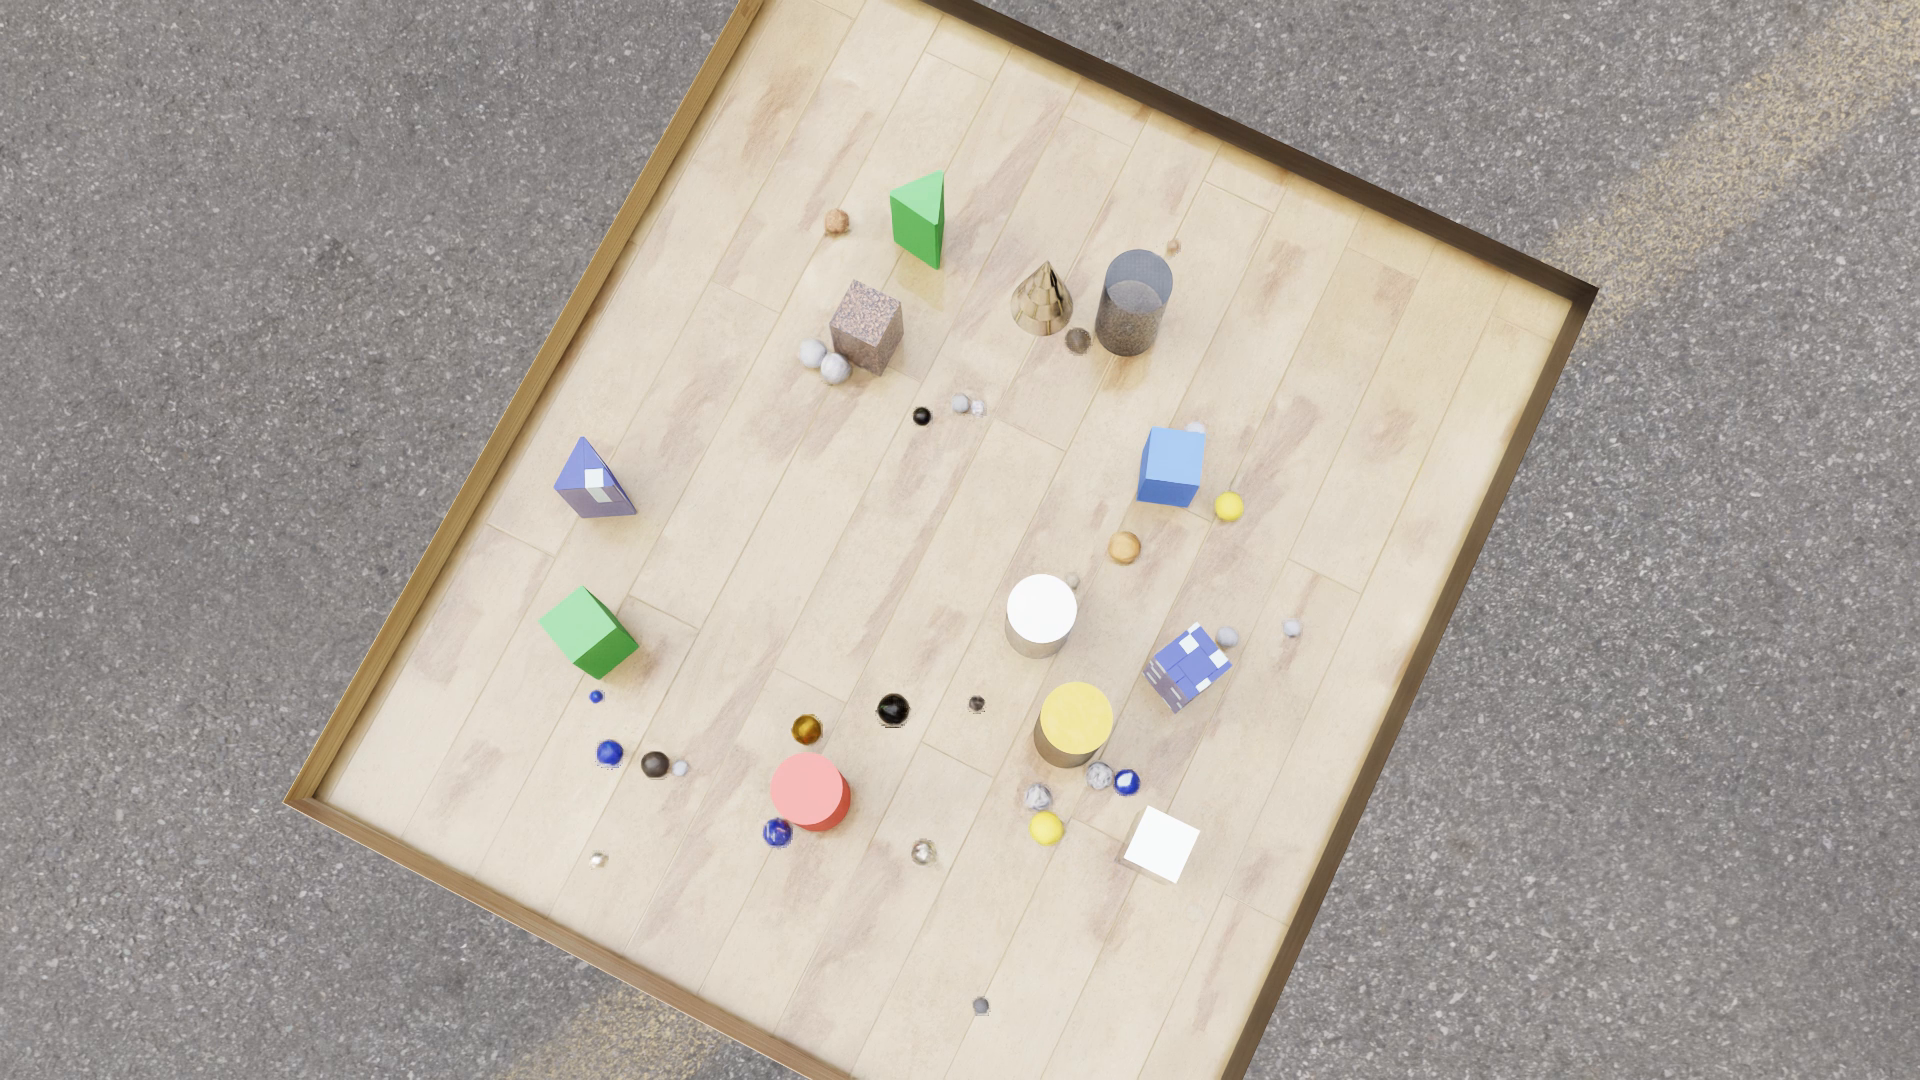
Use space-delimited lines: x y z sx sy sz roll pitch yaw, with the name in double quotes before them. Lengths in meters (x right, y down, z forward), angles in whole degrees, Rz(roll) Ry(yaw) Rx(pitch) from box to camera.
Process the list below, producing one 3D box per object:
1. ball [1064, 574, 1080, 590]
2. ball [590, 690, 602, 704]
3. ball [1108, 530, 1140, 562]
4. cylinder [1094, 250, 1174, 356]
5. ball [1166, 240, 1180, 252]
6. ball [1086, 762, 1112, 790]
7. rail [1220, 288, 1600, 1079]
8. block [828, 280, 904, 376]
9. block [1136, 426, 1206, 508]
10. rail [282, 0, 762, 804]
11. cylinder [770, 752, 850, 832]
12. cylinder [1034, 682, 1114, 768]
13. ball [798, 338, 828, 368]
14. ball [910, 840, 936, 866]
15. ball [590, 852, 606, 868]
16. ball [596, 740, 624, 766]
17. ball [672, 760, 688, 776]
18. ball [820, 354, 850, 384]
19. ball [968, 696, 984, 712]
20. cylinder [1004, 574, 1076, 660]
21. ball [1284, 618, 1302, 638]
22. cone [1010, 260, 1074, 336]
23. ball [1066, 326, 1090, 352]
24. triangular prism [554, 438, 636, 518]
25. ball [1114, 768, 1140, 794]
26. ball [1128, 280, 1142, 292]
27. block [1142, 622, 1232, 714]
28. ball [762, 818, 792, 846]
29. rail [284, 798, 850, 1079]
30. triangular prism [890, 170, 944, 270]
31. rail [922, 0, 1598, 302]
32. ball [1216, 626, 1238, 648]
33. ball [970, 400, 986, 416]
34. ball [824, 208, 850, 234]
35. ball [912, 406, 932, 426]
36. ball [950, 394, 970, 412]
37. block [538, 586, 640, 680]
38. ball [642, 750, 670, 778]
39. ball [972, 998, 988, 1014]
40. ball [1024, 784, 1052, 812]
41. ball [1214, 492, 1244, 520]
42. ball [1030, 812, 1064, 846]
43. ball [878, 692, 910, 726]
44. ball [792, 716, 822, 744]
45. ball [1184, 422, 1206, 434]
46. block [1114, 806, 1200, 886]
"ball" 0.340 0.127 5.565 0.050 0.050 0.050 0 78 0
"ball" -1.093 0.471 5.499 0.040 0.040 0.040 0 78 0
"ball" 0.498 0.020 5.563 0.098 0.098 0.098 0 78 0
"cylinder" 0.523 -0.713 5.552 0.199 0.416 0.199 0 78 0
"ball" 0.674 -0.929 5.788 0.041 0.041 0.041 0 78 0
"ball" 0.412 0.699 5.430 0.082 0.082 0.082 0 78 0
"rail" 1.241 0.615 5.422 0.045 0.129 3.170 26 80 5
"block" -0.283 -0.644 5.595 0.159 0.304 0.159 27 80 5
"block" 0.633 -0.217 5.512 0.159 0.293 0.159 8 78 2
"rail" -1.241 -0.601 5.674 0.045 0.129 3.170 26 80 5
"cylinder" -0.424 0.728 5.262 0.199 0.400 0.199 0 78 0
"cylinder" 0.320 0.536 5.255 0.199 0.490 0.199 0 78 0
"ball" -0.459 -0.581 5.690 0.092 0.092 0.092 0 78 0
"ball" -0.107 0.921 5.387 0.076 0.076 0.076 0 78 0
"ball" -1.065 0.941 5.398 0.047 0.047 0.047 0 78 0
"ball" -1.041 0.634 5.445 0.079 0.079 0.079 0 78 0
"ball" -0.833 0.678 5.452 0.048 0.048 0.048 0 78 0
"ball" -0.385 -0.530 5.663 0.095 0.095 0.095 0 78 0
"ball" 0.050 0.489 5.491 0.047 0.047 0.047 0 78 0
"cylinder" 0.234 0.229 5.397 0.199 0.337 0.199 0 78 0
"ball" 1.004 0.266 5.534 0.055 0.055 0.055 0 78 0
"cone" 0.258 -0.779 5.567 0.199 0.413 0.199 0 78 0
"ball" 0.367 -0.623 5.704 0.081 0.081 0.081 0 78 0
"triangular prism" -1.085 -0.187 5.460 0.172 0.383 0.149 -4 78 -1
"ball" 0.495 0.716 5.429 0.077 0.077 0.077 0 78 0
"ball" 0.552 -0.798 5.760 0.042 0.042 0.042 0 78 0
"block" 0.660 0.378 5.355 0.159 0.359 0.159 -37 81 -7
"ball" -0.540 0.861 5.396 0.084 0.084 0.084 0 78 0
"rail" -0.698 1.374 5.265 2.823 0.129 0.045 26 80 5
"triangular prism" -0.096 -1.002 5.627 0.172 0.385 0.149 35 80 7
"rail" 0.698 -1.360 5.831 2.823 0.129 0.045 26 80 5
"ball" 0.807 0.294 5.522 0.066 0.066 0.066 0 78 0
"ball" 0.056 -0.409 5.677 0.047 0.047 0.047 0 78 0
"ball" -0.388 -1.007 5.785 0.079 0.079 0.079 0 78 0
"ball" -0.117 -0.382 5.665 0.059 0.059 0.059 0 78 0
"ball" 0.000 -0.423 5.670 0.060 0.060 0.060 0 78 0
"block" -1.082 0.276 5.364 0.159 0.383 0.159 -40 81 -8
"ball" -0.904 0.666 5.437 0.082 0.082 0.082 0 78 0
"ball" 0.061 1.352 5.313 0.046 0.046 0.046 0 78 0
"ball" 0.230 0.762 5.419 0.079 0.079 0.079 0 78 0
"ball" 0.822 -0.104 5.593 0.088 0.088 0.088 0 78 0
"ball" 0.254 0.850 5.390 0.100 0.100 0.100 0 78 0
"ball" -0.198 0.505 5.462 0.098 0.098 0.098 0 78 0
"ball" -0.457 0.566 5.455 0.088 0.088 0.088 0 78 0
"ball" 0.726 -0.332 5.650 0.069 0.069 0.069 0 78 0
"block" 0.562 0.881 5.263 0.159 0.336 0.159 26 79 5
